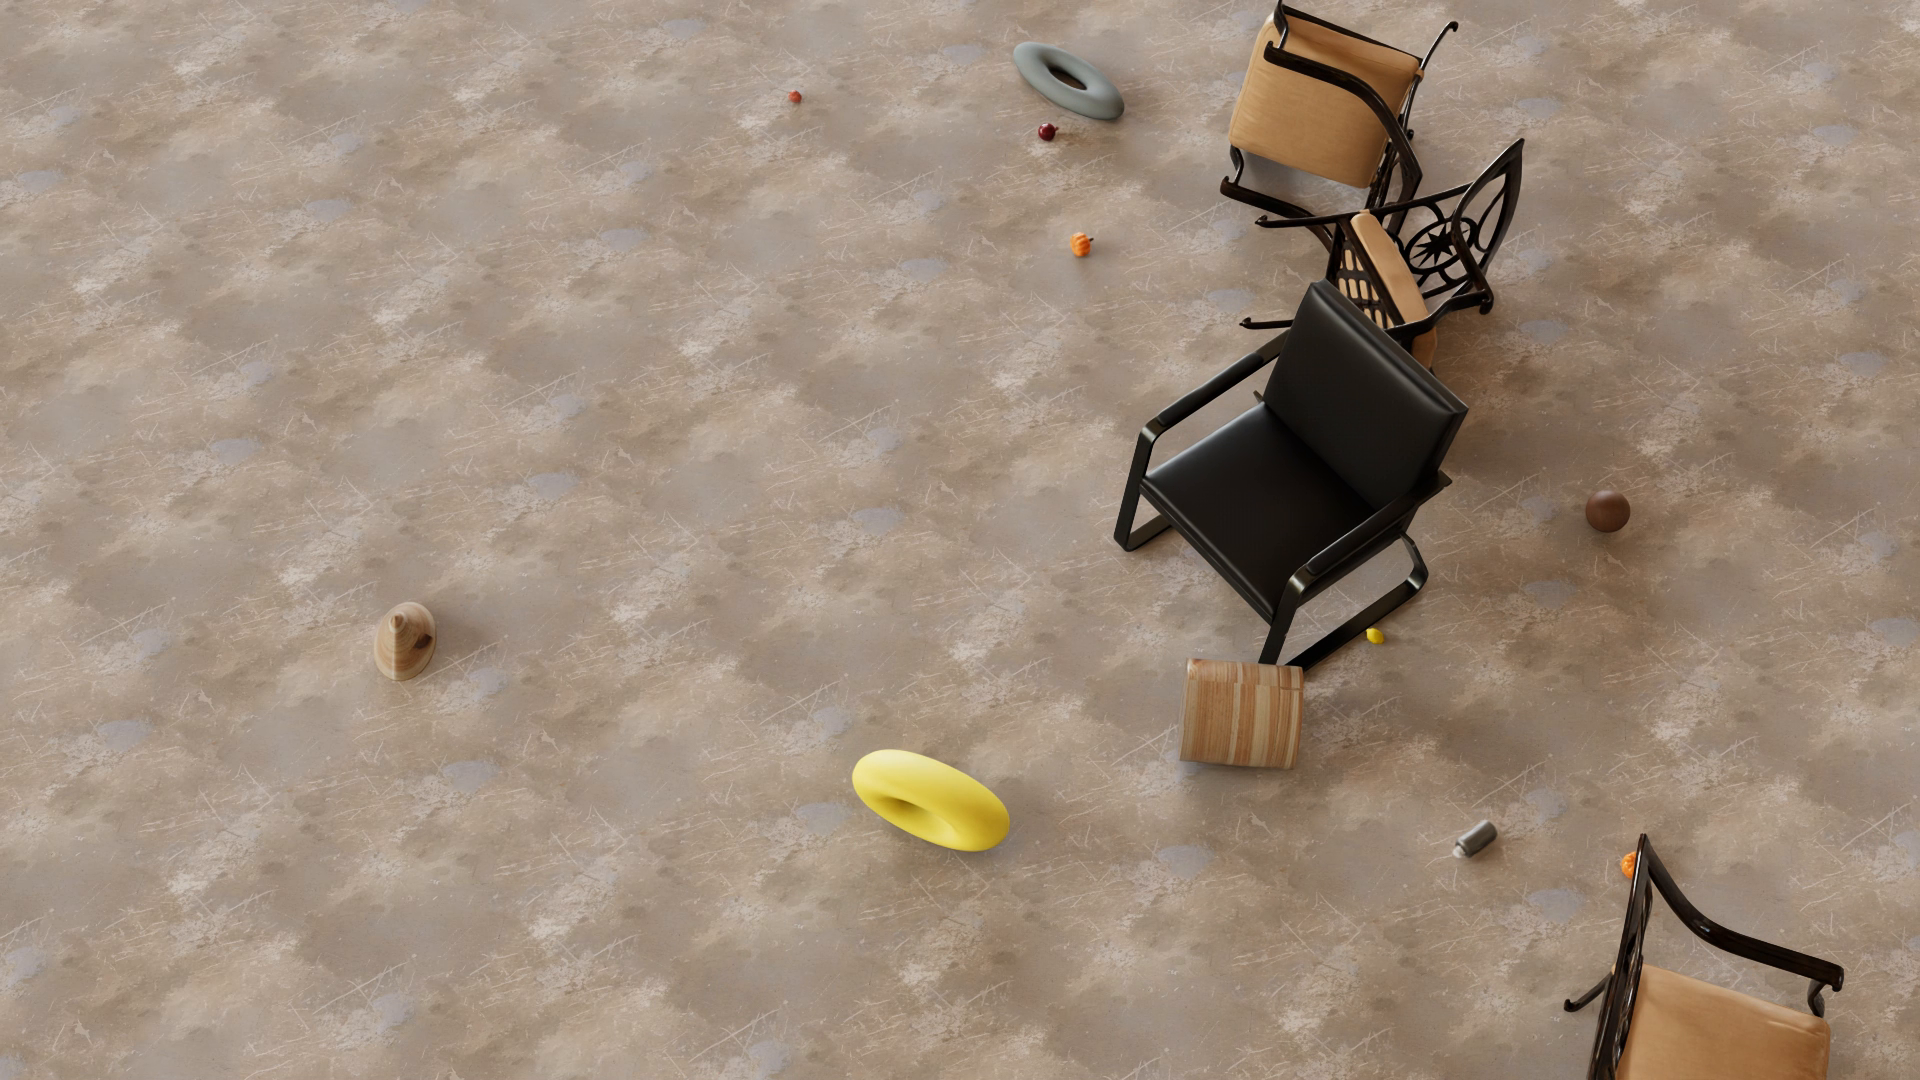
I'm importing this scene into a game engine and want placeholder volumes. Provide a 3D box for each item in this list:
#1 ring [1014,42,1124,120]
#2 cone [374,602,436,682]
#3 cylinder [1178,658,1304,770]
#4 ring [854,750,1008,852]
[{"bbox_3d":[0.374,-1.587,7.593,0.483,0.078,0.200,38,63,23],"label":"ring"},{"bbox_3d":[-1.609,0.254,6.318,0.182,0.141,0.271,-3,56,-2],"label":"cone"},{"bbox_3d":[0.770,0.479,6.064,0.312,0.314,0.273,4,55,3],"label":"cylinder"},{"bbox_3d":[-0.080,0.708,5.985,0.465,0.194,0.159,22,47,16],"label":"ring"}]
